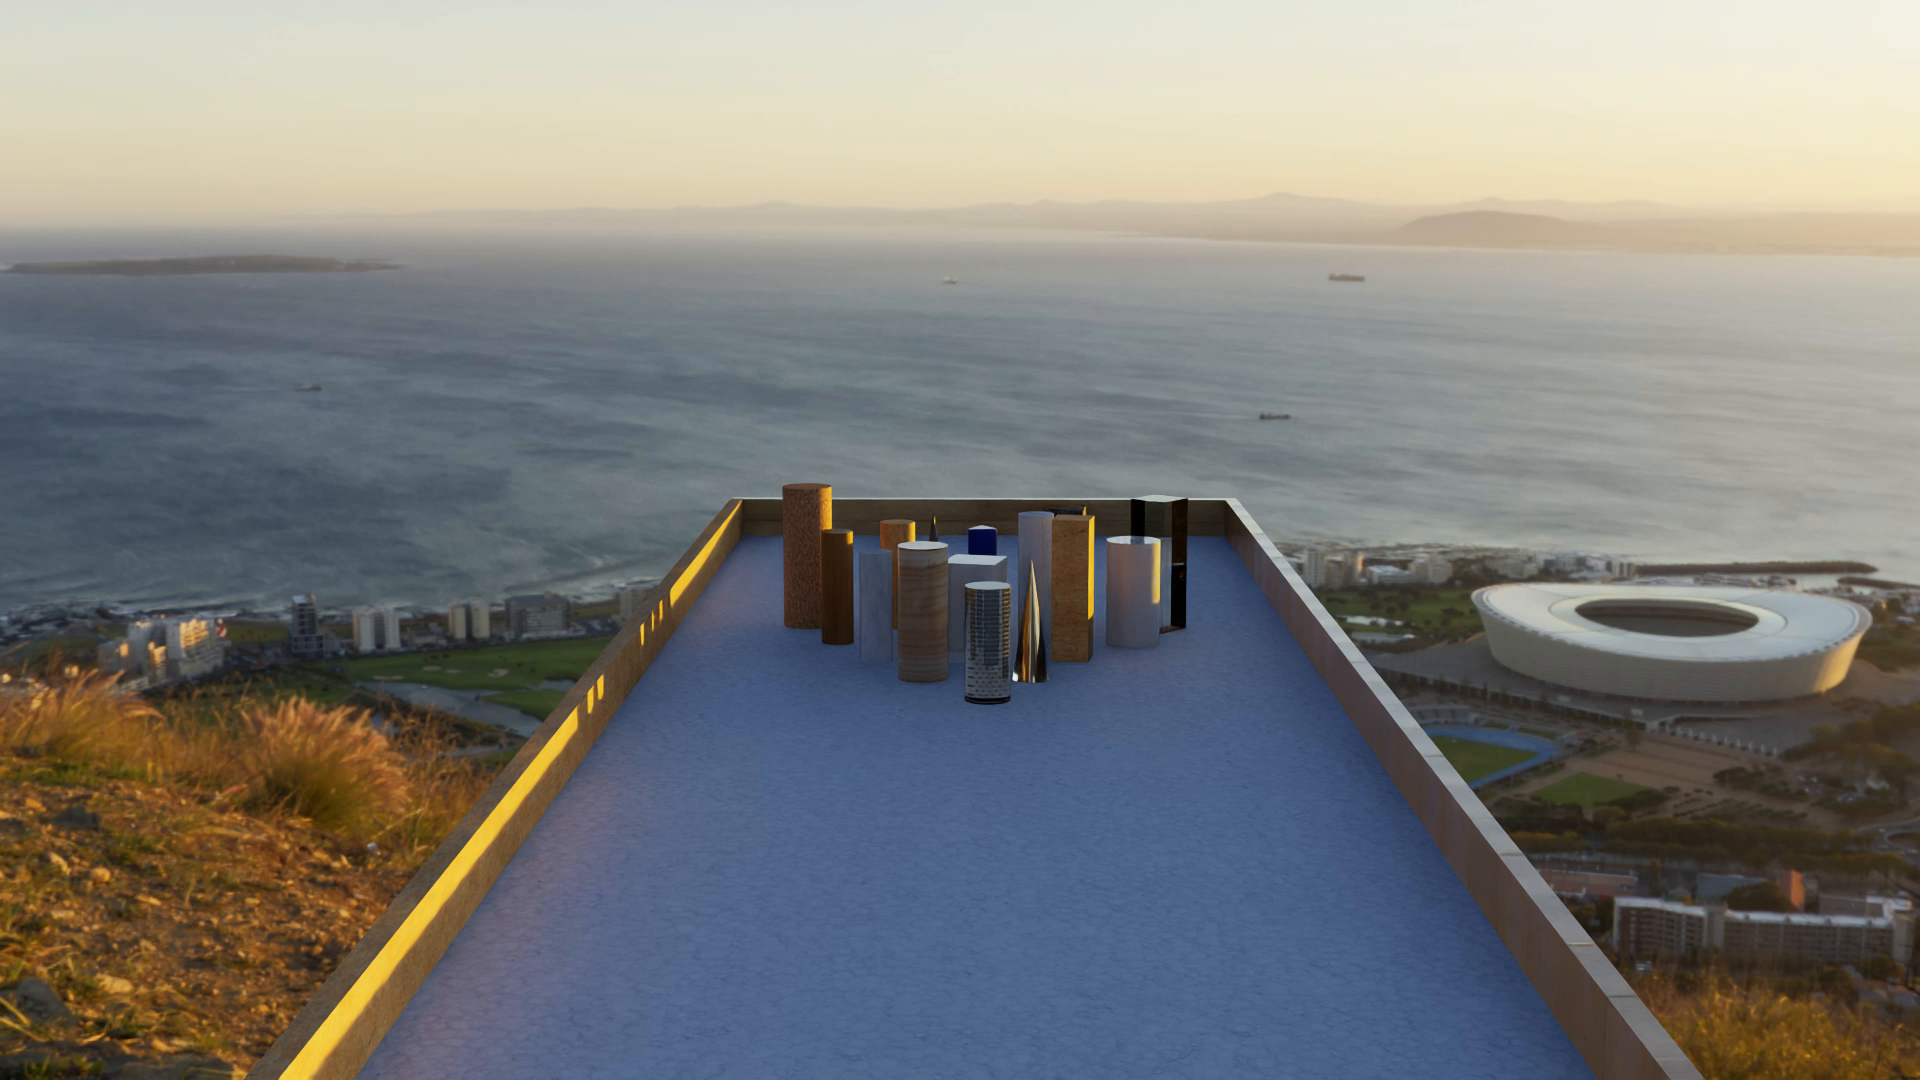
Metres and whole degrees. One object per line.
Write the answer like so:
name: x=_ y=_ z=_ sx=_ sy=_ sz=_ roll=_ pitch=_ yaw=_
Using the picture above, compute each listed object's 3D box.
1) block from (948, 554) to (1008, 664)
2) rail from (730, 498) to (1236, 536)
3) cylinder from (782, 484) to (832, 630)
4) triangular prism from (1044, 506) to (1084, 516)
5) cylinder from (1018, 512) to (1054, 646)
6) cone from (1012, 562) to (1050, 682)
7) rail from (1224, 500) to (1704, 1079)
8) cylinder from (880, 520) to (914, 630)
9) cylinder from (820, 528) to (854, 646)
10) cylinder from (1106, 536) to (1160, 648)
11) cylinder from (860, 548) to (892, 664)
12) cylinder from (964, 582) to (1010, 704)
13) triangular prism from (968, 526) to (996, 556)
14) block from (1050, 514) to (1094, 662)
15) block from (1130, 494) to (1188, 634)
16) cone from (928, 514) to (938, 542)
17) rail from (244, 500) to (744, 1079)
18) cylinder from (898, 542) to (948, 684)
block: x=0.045 y=0.210 z=6.706 sx=0.164 sy=0.306 sz=0.164 roll=2 pitch=9 yaw=14
rail: x=0.099 y=-0.098 z=9.147 sx=2.100 sy=0.150 sz=0.050 roll=0 pitch=9 yaw=1
cylinder: x=-0.500 y=0.051 z=7.217 sx=0.159 sy=0.460 sz=0.159 roll=0 pitch=9 yaw=0
triangular prism: x=0.370 y=0.090 z=7.175 sx=0.147 sy=0.397 sz=0.127 roll=7 pitch=11 yaw=37
cylinder: x=0.239 y=0.122 z=6.921 sx=0.112 sy=0.413 sz=0.112 roll=0 pitch=9 yaw=0
cone: x=0.208 y=0.228 z=6.416 sx=0.109 sy=0.361 sz=0.109 roll=0 pitch=9 yaw=0
rail: x=1.046 y=0.843 z=3.208 sx=0.050 sy=0.150 sz=12.000 roll=0 pitch=9 yaw=1
cylinder: x=-0.204 y=0.111 z=7.202 sx=0.114 sy=0.346 sz=0.114 roll=0 pitch=9 yaw=0
cylinder: x=-0.387 y=0.148 z=6.943 sx=0.101 sy=0.355 sz=0.101 roll=0 pitch=9 yaw=0
cylinder: x=0.546 y=0.162 z=6.940 sx=0.170 sy=0.327 sz=0.170 roll=0 pitch=9 yaw=0
cylinder: x=-0.255 y=0.200 z=6.673 sx=0.101 sy=0.336 sz=0.101 roll=0 pitch=9 yaw=0
cylinder: x=0.078 y=0.287 z=6.155 sx=0.128 sy=0.325 sz=0.128 roll=0 pitch=9 yaw=0
triangular prism: x=0.072 y=0.121 z=7.190 sx=0.092 sy=0.331 sz=0.080 roll=0 pitch=9 yaw=-2
block: x=0.343 y=0.147 z=6.697 sx=0.113 sy=0.434 sz=0.113 roll=2 pitch=9 yaw=11
block: x=0.646 y=0.077 z=7.155 sx=0.132 sy=0.429 sz=0.132 roll=8 pitch=12 yaw=39
cone: x=-0.084 y=0.119 z=6.915 sx=0.150 sy=0.421 sz=0.150 roll=0 pitch=9 yaw=0
rail: x=-1.004 y=0.839 z=3.234 sx=0.050 sy=0.150 sz=12.000 roll=0 pitch=9 yaw=1
cylinder: x=-0.109 y=0.210 z=6.429 sx=0.148 sy=0.393 sz=0.148 roll=0 pitch=9 yaw=0
